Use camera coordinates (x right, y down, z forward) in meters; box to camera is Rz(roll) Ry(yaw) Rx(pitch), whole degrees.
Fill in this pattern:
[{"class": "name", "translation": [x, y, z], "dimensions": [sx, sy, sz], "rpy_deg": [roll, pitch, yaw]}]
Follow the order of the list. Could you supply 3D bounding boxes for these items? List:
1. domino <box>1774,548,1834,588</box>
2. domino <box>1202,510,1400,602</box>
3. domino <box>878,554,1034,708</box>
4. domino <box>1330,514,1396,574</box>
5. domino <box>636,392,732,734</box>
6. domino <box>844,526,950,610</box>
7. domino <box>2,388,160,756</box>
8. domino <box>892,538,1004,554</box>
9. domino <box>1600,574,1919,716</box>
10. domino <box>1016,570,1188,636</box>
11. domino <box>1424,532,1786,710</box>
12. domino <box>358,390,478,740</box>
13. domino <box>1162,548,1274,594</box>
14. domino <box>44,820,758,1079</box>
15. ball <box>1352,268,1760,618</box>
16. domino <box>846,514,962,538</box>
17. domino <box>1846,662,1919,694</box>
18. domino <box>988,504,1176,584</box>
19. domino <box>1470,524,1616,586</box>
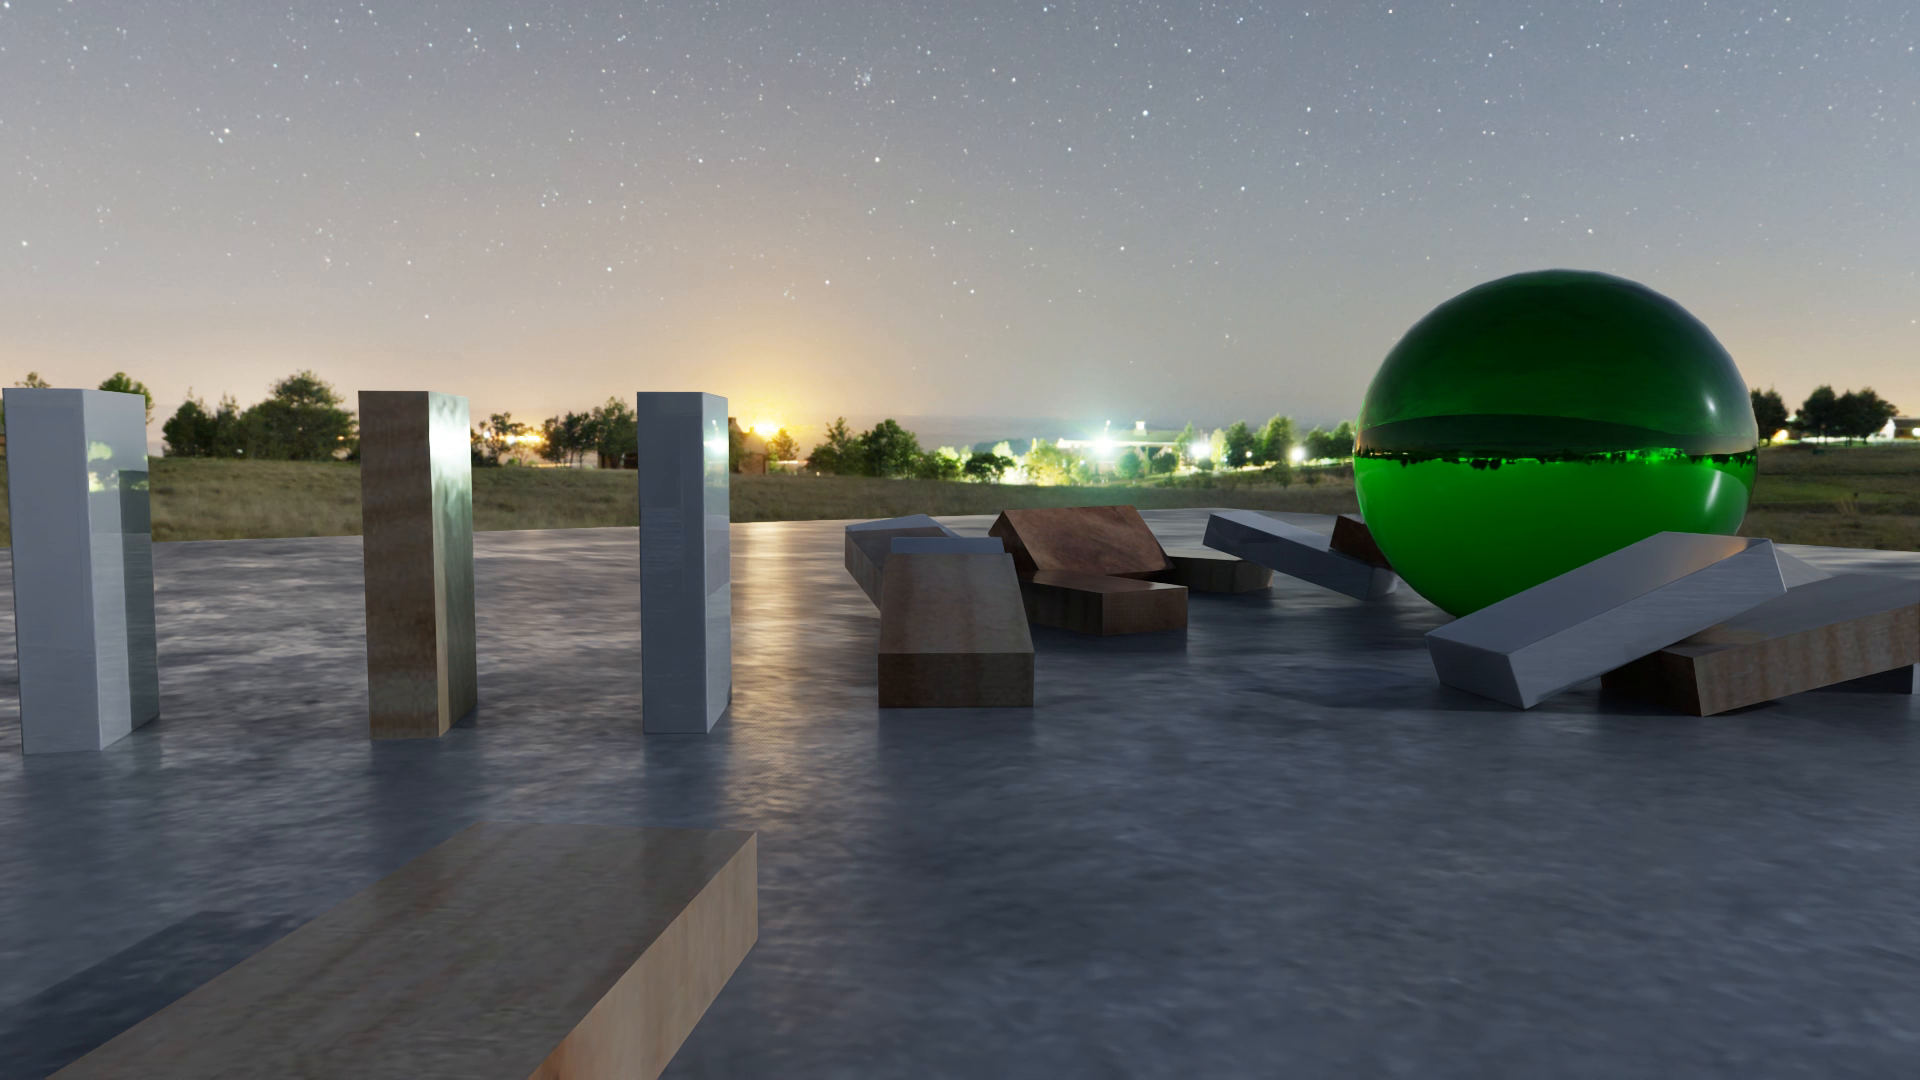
[{"class": "domino", "translation": [0.179, 0.010, 0.284], "dimensions": [0.025, 0.009, 0.050], "rpy_deg": [9, 15, 4]}, {"class": "domino", "translation": [0.099, 0.004, 0.370], "dimensions": [0.050, 0.009, 0.025], "rpy_deg": [21, 16, 34]}, {"class": "domino", "translation": [-0.001, 0.015, 0.230], "dimensions": [0.025, 0.009, 0.050], "rpy_deg": [0, 18, -2]}, {"class": "domino", "translation": [0.130, 0.005, 0.349], "dimensions": [0.025, 0.009, 0.050], "rpy_deg": [-4, 22, -40]}, {"class": "domino", "translation": [-0.042, 0.003, 0.199], "dimensions": [0.009, 0.050, 0.025], "rpy_deg": [0, 4, -2]}, {"class": "domino", "translation": [-0.010, 0.009, 0.312], "dimensions": [0.025, 0.009, 0.050], "rpy_deg": [-3, 18, -19]}, {"class": "domino", "translation": [-0.127, 0.004, 0.187], "dimensions": [0.009, 0.050, 0.025], "rpy_deg": [-1, 4, -16]}, {"class": "domino", "translation": [-0.002, 0.012, 0.270], "dimensions": [0.025, 0.009, 0.050], "rpy_deg": [0, 18, -2]}, {"class": "domino", "translation": [0.137, 0.017, 0.215], "dimensions": [0.050, 0.009, 0.025], "rpy_deg": [-12, 6, -6]}, {"class": "domino", "translation": [0.029, 0.014, 0.312], "dimensions": [0.025, 0.009, 0.050], "rpy_deg": [-3, 5, -32]}, {"class": "domino", "translation": [0.109, 0.013, 0.219], "dimensions": [0.050, 0.009, 0.025], "rpy_deg": [-22, 7, -8]}, {"class": "domino", "translation": [-0.082, 0.003, 0.196], "dimensions": [0.009, 0.050, 0.025], "rpy_deg": [-1, 4, -9]}, {"class": "domino", "translation": [0.067, 0.009, 0.390], "dimensions": [0.050, 0.009, 0.025], "rpy_deg": [3, 5, 38]}, {"class": "domino", "translation": [-0.033, 0.031, 0.087], "dimensions": [0.025, 0.010, 0.050], "rpy_deg": [1, 4, 7]}, {"class": "ball", "translation": [0.127, -0.018, 0.280], "dimensions": [0.080, 0.080, 0.080], "rpy_deg": [0, 4, 0]}, {"class": "domino", "translation": [-0.012, 0.005, 0.359], "dimensions": [0.025, 0.009, 0.050], "rpy_deg": [-9, 19, -23]}, {"class": "domino", "translation": [0.182, 0.020, 0.237], "dimensions": [0.050, 0.009, 0.025], "rpy_deg": [-1, 4, -16]}, {"class": "domino", "translation": [0.035, 0.003, 0.362], "dimensions": [0.050, 0.025, 0.009], "rpy_deg": [-3, -40, -38]}, {"class": "domino", "translation": [0.156, 0.008, 0.316], "dimensions": [0.025, 0.009, 0.050], "rpy_deg": [-3, 19, -33]}]
